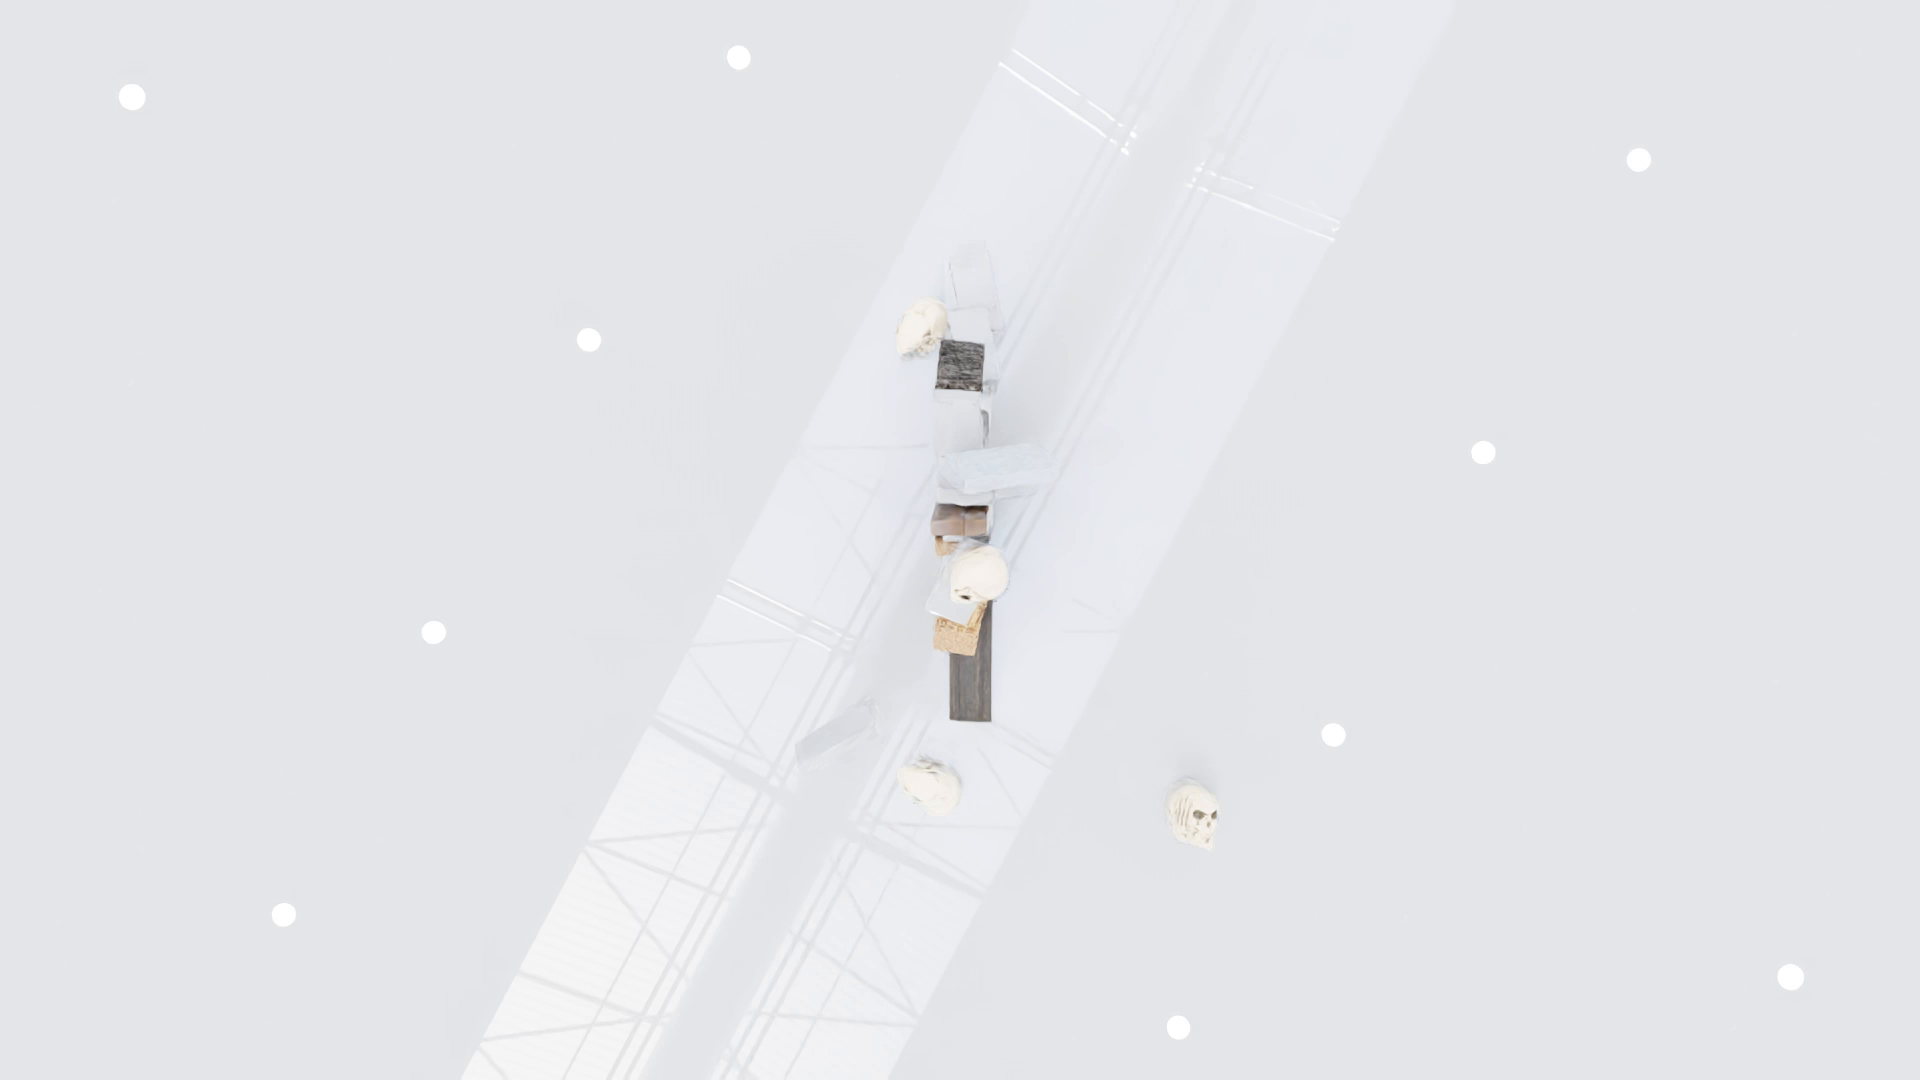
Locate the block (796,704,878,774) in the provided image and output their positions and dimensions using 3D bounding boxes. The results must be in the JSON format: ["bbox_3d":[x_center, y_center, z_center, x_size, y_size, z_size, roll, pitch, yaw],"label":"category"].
[{"bbox_3d":[-0.400,0.643,5.347,0.270,0.135,0.038,-31,117,3],"label":"block"}]

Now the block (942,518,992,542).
[{"bbox_3d":[0.025,-0.125,5.125,0.149,0.042,0.299,1,52,0],"label":"block"}]

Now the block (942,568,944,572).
[{"bbox_3d":[0.000,0.107,5.435,0.116,0.033,0.232,2,106,0],"label":"block"}]

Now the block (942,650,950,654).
[{"bbox_3d":[-0.003,0.256,5.431,0.116,0.033,0.232,1,101,2],"label":"block"}]

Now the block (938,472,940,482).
[{"bbox_3d":[0.002,-0.122,5.216,0.149,0.299,0.042,1,130,0],"label":"block"}]

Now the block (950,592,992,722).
[{"bbox_3d":[0.035,0.337,5.388,0.139,0.039,0.543,1,109,2],"label":"block"}]

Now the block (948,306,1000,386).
[{"bbox_3d":[0.045,-0.623,5.330,0.130,0.037,0.259,-9,72,-3],"label":"block"}]

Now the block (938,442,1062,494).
[{"bbox_3d":[0.117,-0.213,4.878,0.326,0.163,0.046,-10,123,-28],"label":"block"}]

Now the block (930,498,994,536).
[{"bbox_3d":[0.010,-0.088,4.918,0.163,0.326,0.046,-2,108,6],"label":"block"}]

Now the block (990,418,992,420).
[{"bbox_3d":[0.038,-0.504,5.381,0.117,0.033,0.235,-5,97,1],"label":"block"}]

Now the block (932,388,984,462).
[{"bbox_3d":[-0.005,-0.339,5.005,0.141,0.283,0.040,4,50,7],"label":"block"}]

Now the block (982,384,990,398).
[{"bbox_3d":[0.038,-0.445,5.317,0.111,0.031,0.222,0,76,0],"label":"block"}]

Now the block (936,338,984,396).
[{"bbox_3d":[0.002,-0.538,5.124,0.141,0.370,0.040,6,116,-1],"label":"block"}]

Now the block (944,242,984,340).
[{"bbox_3d":[0.013,-0.789,5.482,0.130,0.037,0.398,1,90,0],"label":"block"}]

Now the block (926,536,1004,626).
[{"bbox_3d":[0.012,0.125,5.032,0.135,0.038,0.270,21,117,-13],"label":"block"}]

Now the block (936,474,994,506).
[{"bbox_3d":[0.023,-0.174,4.994,0.163,0.326,0.046,3,107,2],"label":"block"}]

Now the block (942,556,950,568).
[{"bbox_3d":[0.013,0.056,5.214,0.139,0.278,0.039,0,94,-1],"label":"block"}]

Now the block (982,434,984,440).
[{"bbox_3d":[0.022,-0.302,5.257,0.111,0.031,0.222,-1,85,0],"label":"block"}]

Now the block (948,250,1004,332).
[{"bbox_3d":[0.052,-0.811,5.444,0.130,0.037,0.259,-12,91,-2],"label":"block"}]

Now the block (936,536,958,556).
[{"bbox_3d":[-0.002,-0.011,5.197,0.149,0.299,0.042,0,105,-1],"label":"block"}]

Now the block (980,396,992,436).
[{"bbox_3d":[0.024,-0.389,5.104,0.141,0.283,0.040,8,79,2],"label":"block"}]

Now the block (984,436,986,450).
[{"bbox_3d":[0.026,-0.325,5.320,0.111,0.031,0.222,0,69,0],"label":"block"}]

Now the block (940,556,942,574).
[{"bbox_3d":[-0.002,0.016,5.445,0.126,0.036,0.253,0,107,1],"label":"block"}]

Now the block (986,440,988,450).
[{"bbox_3d":[0.019,-0.222,5.446,0.117,0.033,0.235,7,107,-2],"label":"block"}]

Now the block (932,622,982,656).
[{"bbox_3d":[0.004,0.230,5.310,0.139,0.039,0.278,10,109,-2],"label":"block"}]

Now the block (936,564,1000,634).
[{"bbox_3d":[0.021,0.161,5.099,0.135,0.038,0.270,12,119,-8],"label":"block"}]
